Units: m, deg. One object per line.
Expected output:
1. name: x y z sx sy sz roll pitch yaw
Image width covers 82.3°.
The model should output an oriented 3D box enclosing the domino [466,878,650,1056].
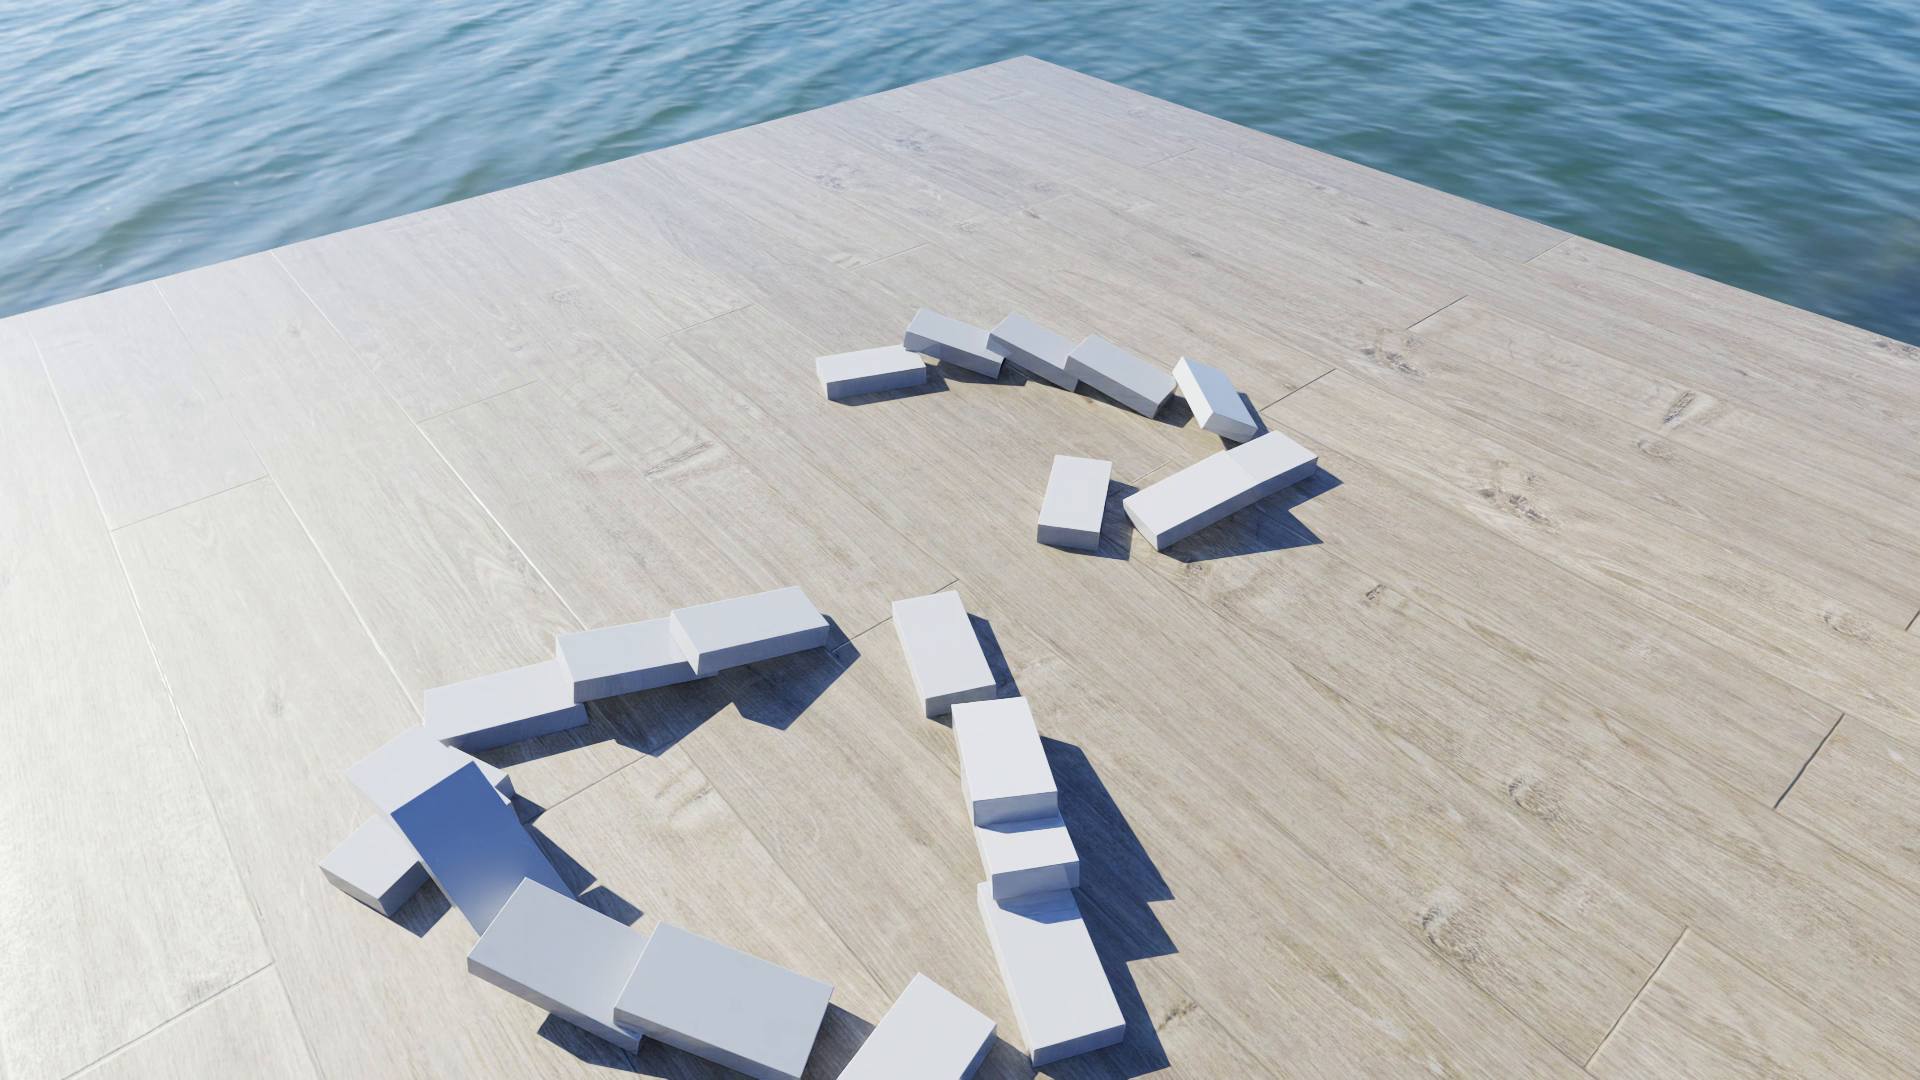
1. domino: -0.102 0.114 0.294 0.050 0.009 0.025 24 43 4

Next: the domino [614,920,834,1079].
1. domino: -0.061 0.121 0.287 0.050 0.010 0.025 20 42 2

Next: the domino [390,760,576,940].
1. domino: -0.135 0.091 0.312 0.025 0.009 0.050 -36 85 -36

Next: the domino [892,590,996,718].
1. domino: -0.006 0.040 0.395 0.025 0.010 0.050 -10 40 -12

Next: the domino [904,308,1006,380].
1. domino: -0.001 -0.100 0.556 0.050 0.010 0.025 19 42 3

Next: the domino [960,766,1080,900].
1. domino: 0.017 0.085 0.330 0.025 0.009 0.050 -7 26 -8

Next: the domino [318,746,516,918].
1. domino: -0.165 0.088 0.336 0.025 0.010 0.050 18 43 21

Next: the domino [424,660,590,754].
1. domino: -0.154 0.057 0.374 0.050 0.009 0.025 -13 41 -16

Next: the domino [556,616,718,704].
1. domino: -0.113 0.041 0.385 0.050 0.009 0.025 -9 38 -30

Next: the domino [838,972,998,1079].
1. domino: -0.015 0.137 0.276 0.025 0.010 0.050 23 45 26

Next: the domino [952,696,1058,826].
1. domino: 0.013 0.068 0.344 0.025 0.010 0.050 -5 26 -6

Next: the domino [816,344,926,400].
1. domino: -0.044 -0.084 0.546 0.050 0.009 0.025 -11 41 -13

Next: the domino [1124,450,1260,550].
1. domino: 0.096 -0.017 0.455 0.050 0.010 0.025 -26 46 -11

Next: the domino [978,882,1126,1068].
1. domino: 0.024 0.115 0.303 0.025 0.010 0.050 -10 40 -12

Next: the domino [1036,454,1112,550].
1. domino: 0.049 -0.017 0.464 0.025 0.010 0.050 8 40 9

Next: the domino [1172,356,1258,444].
1. domino: 0.119 -0.066 0.517 0.025 0.010 0.050 16 35 -20

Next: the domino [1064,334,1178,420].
1. domino: 0.078 -0.079 0.532 0.050 0.009 0.025 32 47 15

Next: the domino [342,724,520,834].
1. domino: -0.161 0.078 0.333 0.050 0.010 0.025 26 46 28

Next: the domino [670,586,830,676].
1. domino: -0.075 0.032 0.395 0.050 0.009 0.025 -11 40 -34

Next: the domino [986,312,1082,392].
1. domino: 0.041 -0.094 0.549 0.050 0.010 0.025 29 46 12

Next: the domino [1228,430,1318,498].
1. domino: 0.129 -0.031 0.481 0.050 0.009 0.025 -23 44 -25
